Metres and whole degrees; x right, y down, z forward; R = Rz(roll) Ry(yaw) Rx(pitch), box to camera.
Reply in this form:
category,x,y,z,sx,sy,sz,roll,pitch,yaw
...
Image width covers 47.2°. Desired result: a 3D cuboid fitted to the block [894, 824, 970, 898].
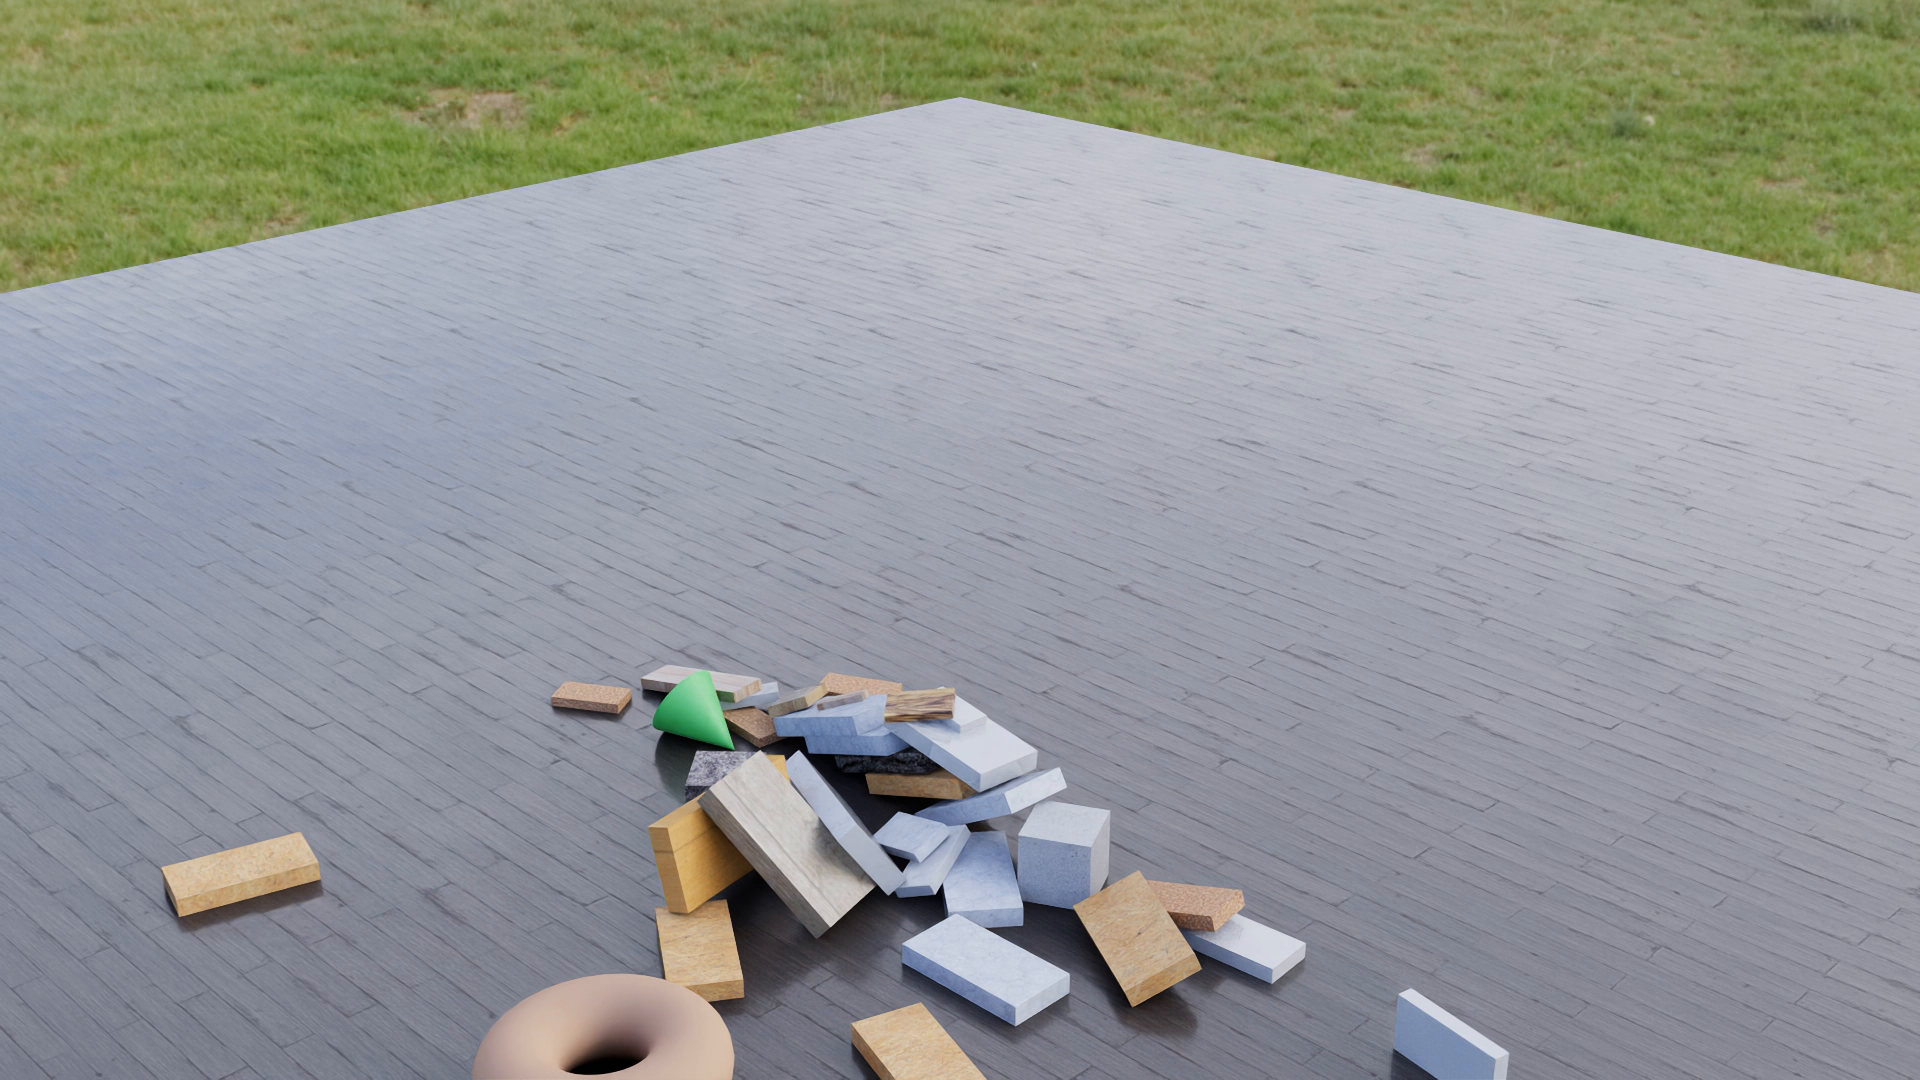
category,x,y,z,sx,sy,sz,roll,pitch,yaw
block,-0.052,0.613,4.197,0.086,0.024,0.172,-11,29,34

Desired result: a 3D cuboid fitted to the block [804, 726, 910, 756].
category,x,y,z,sx,sy,sz,roll,pitch,yaw
block,-0.182,0.404,4.596,0.149,0.042,0.298,-19,8,-36

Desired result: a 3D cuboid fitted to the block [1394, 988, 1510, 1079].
category,x,y,z,sx,sy,sz,roll,pitch,yaw
block,0.809,0.843,3.634,0.031,0.109,0.218,-15,27,-31

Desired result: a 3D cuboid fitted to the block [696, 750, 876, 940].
category,x,y,z,sx,sy,sz,roll,pitch,yaw
block,-0.321,0.565,4.101,0.337,0.048,0.168,48,36,5

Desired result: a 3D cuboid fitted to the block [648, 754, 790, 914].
category,x,y,z,sx,sy,sz,roll,pitch,yaw
block,-0.439,0.551,4.158,0.048,0.168,0.355,-3,15,35

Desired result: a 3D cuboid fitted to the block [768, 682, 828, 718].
category,x,y,z,sx,sy,sz,roll,pitch,yaw
block,-0.354,0.350,4.806,0.088,0.025,0.176,-17,3,12

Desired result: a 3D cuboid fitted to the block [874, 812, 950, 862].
category,x,y,z,sx,sy,sz,roll,pitch,yaw
block,-0.098,0.576,4.267,0.086,0.024,0.172,-42,22,-24

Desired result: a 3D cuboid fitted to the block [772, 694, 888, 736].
category,x,y,z,sx,sy,sz,roll,pitch,yaw
block,-0.250,0.371,4.656,0.149,0.042,0.298,-20,8,-38

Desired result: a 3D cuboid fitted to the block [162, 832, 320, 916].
category,x,y,z,sx,sy,sz,roll,pitch,yaw
block,-1.376,0.638,4.209,0.265,0.037,0.132,-13,26,-28

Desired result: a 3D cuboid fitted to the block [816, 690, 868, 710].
category,x,y,z,sx,sy,sz,roll,pitch,yaw
block,-0.249,0.340,4.673,0.101,0.014,0.050,-14,6,13

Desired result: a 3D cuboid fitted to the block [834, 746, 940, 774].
category,x,y,z,sx,sy,sz,roll,pitch,yaw
block,-0.111,0.436,4.541,0.149,0.042,0.298,-20,8,-38

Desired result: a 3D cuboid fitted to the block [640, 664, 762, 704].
category,x,y,z,sx,sy,sz,roll,pitch,yaw
block,-0.579,0.320,4.908,0.290,0.025,0.088,5,21,38

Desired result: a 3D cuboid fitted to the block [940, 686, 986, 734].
category,x,y,z,sx,sy,sz,roll,pitch,yaw
block,-0.018,0.342,4.429,0.069,0.020,0.138,-18,34,-37

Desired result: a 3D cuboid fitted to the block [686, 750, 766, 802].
category,x,y,z,sx,sy,sz,roll,pitch,yaw
block,-0.461,0.516,4.365,0.141,0.141,0.141,1,23,3

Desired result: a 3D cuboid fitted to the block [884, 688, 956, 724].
category,x,y,z,sx,sy,sz,roll,pitch,yaw
block,-0.080,0.332,4.412,0.138,0.020,0.069,-5,38,9

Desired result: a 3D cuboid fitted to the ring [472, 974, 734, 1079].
category,x,y,z,sx,sy,sz,roll,pitch,yaw
ring,-0.578,0.855,3.569,0.423,0.141,0.423,-1,23,0

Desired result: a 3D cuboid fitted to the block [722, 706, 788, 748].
category,x,y,z,sx,sy,sz,roll,pitch,yaw
block,-0.450,0.402,4.785,0.079,0.022,0.158,-18,29,-36

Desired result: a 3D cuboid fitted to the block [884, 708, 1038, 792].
category,x,y,z,sx,sy,sz,roll,pitch,yaw
block,-0.001,0.396,4.393,0.148,0.042,0.297,-18,34,-37

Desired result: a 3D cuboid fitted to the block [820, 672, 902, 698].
category,x,y,z,sx,sy,sz,roll,pitch,yaw
block,-0.228,0.339,4.929,0.176,0.025,0.088,7,24,17

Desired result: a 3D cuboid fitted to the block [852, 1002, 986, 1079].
category,x,y,z,sx,sy,sz,roll,pitch,yaw
block,-0.049,0.884,3.630,0.132,0.037,0.334,-11,26,-25

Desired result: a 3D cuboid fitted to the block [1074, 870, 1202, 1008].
category,x,y,z,sx,sy,sz,roll,pitch,yaw
block,0.316,0.714,3.956,0.139,0.040,0.279,-28,28,-4

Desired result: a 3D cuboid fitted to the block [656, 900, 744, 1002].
category,x,y,z,sx,sy,sz,roll,pitch,yaw
block,-0.472,0.741,3.965,0.132,0.037,0.265,-5,23,-11

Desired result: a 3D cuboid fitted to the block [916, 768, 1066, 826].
category,x,y,z,sx,sy,sz,roll,pitch,yaw
block,0.058,0.511,4.314,0.148,0.042,0.297,-20,-1,-39

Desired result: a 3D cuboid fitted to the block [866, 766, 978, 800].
category,x,y,z,sx,sy,sz,roll,pitch,yaw
block,-0.041,0.476,4.459,0.148,0.042,0.297,-20,10,-39

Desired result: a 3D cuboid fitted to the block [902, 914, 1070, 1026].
category,x,y,z,sx,sy,sz,roll,pitch,yaw
block,0.044,0.762,3.914,0.279,0.040,0.139,21,31,40

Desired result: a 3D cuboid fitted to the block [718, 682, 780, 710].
category,x,y,z,sx,sy,sz,roll,pitch,yaw
block,-0.479,0.348,4.860,0.157,0.022,0.079,-10,13,-5

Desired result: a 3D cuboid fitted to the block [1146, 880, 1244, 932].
category,x,y,z,sx,sy,sz,roll,pitch,yaw
block,0.403,0.675,4.062,0.218,0.031,0.109,-1,18,39

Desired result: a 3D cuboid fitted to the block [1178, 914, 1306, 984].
category,x,y,z,sx,sy,sz,roll,pitch,yaw
block,0.506,0.730,4.000,0.218,0.031,0.109,18,29,37

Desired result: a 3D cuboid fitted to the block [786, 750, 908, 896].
category,x,y,z,sx,sy,sz,roll,pitch,yaw
block,-0.227,0.544,4.252,0.048,0.168,0.337,-41,30,-5

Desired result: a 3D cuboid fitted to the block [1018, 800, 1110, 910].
category,x,y,z,sx,sy,sz,roll,pitch,yaw
block,0.197,0.598,4.172,0.141,0.141,0.141,7,24,16

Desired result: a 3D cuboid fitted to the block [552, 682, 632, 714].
category,x,y,z,sx,sy,sz,roll,pitch,yaw
block,-0.822,0.351,4.905,0.158,0.022,0.079,6,24,13

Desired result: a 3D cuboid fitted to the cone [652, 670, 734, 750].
category,x,y,z,sx,sy,sz,roll,pitch,yaw
cone,-0.541,0.398,4.727,0.168,0.168,0.168,41,39,19

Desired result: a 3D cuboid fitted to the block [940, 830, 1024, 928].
category,x,y,z,sx,sy,sz,roll,pitch,yaw
block,0.033,0.645,4.189,0.140,0.040,0.279,-2,23,-6
